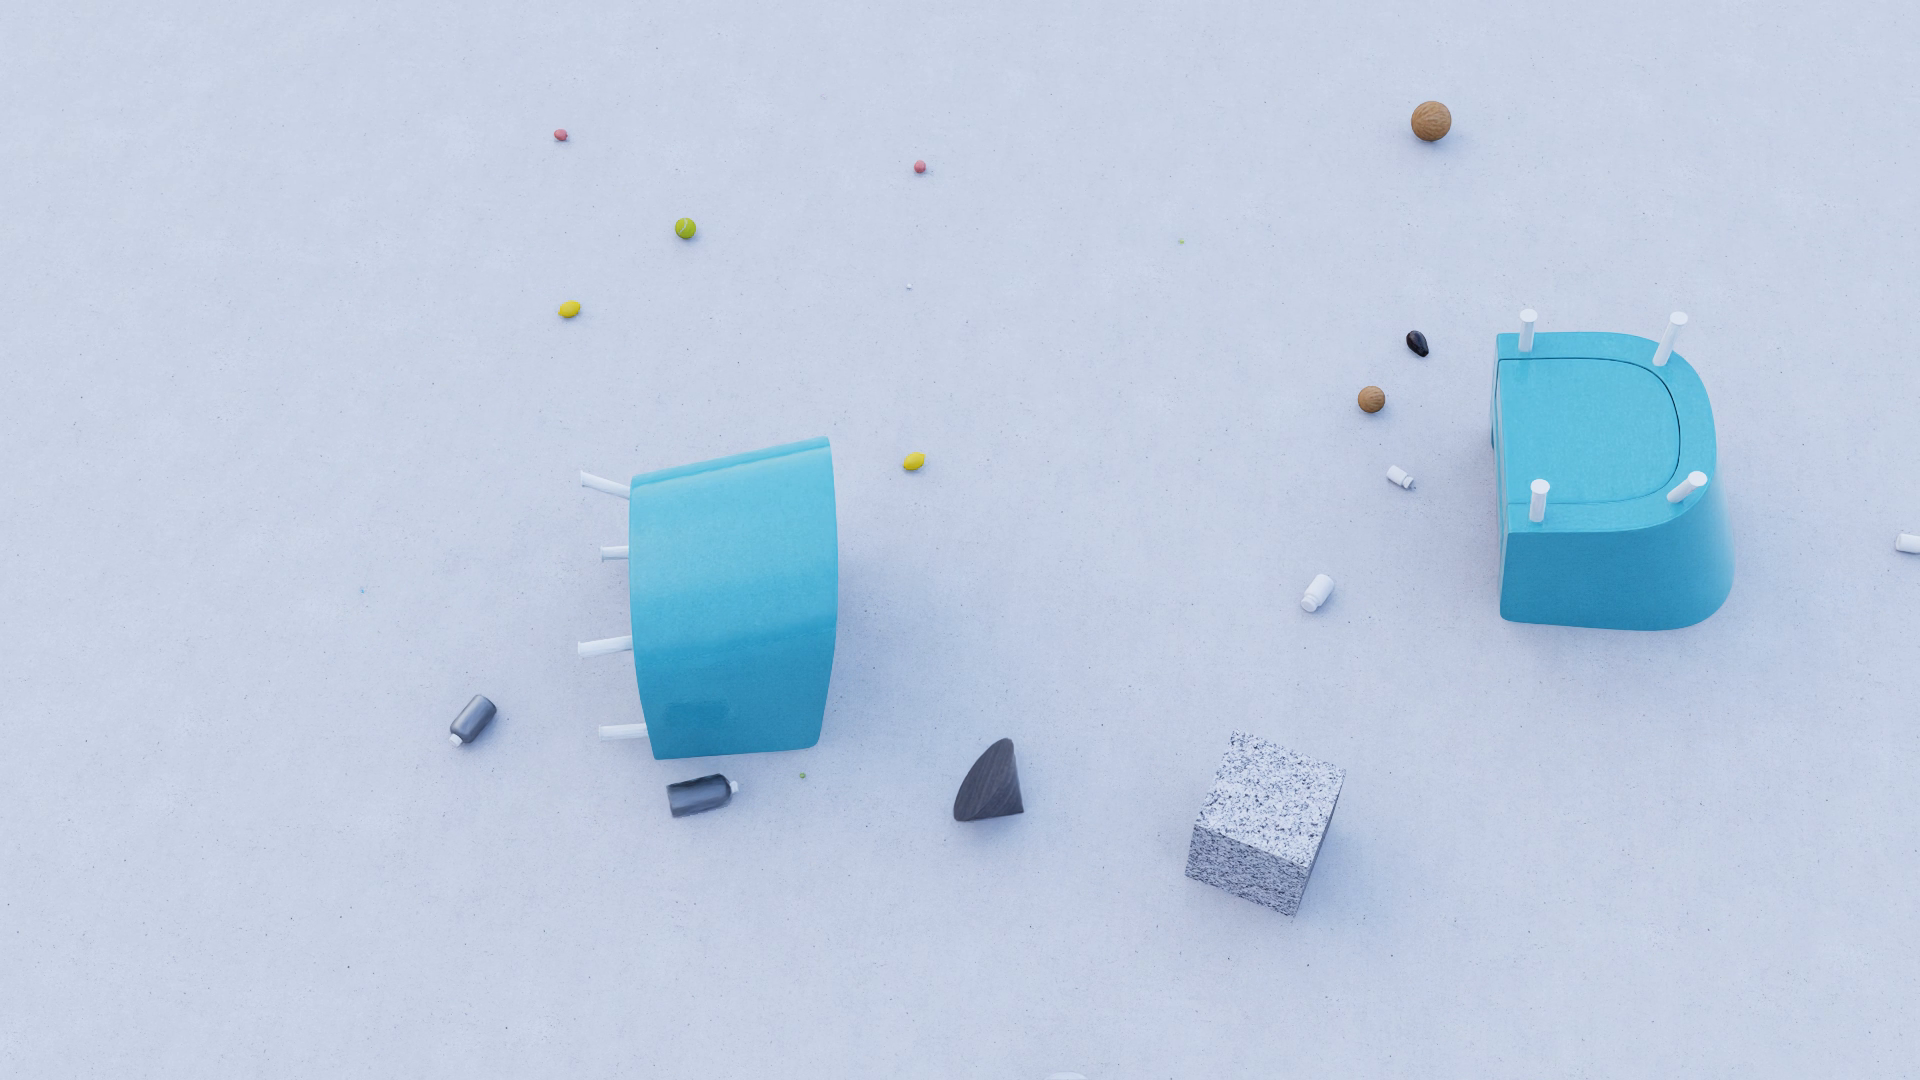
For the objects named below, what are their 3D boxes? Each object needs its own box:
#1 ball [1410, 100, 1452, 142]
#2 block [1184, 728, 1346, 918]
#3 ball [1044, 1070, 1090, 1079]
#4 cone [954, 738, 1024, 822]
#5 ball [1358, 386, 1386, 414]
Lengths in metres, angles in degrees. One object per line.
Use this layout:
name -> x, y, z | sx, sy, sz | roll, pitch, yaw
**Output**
ball -> 1.595, -1.418, 7.443 | 0.136, 0.136, 0.136 | 0, 56, 0
block -> 0.814, 0.758, 5.878 | 0.314, 0.311, 0.310 | 20, 58, 13
ball -> 0.268, 1.424, 5.507 | 0.185, 0.185, 0.185 | 0, 56, 0
cone -> 0.121, 0.704, 6.046 | 0.156, 0.226, 0.291 | 41, 45, -18
ball -> 1.275, -0.436, 6.815 | 0.085, 0.085, 0.085 | 0, 56, 0
